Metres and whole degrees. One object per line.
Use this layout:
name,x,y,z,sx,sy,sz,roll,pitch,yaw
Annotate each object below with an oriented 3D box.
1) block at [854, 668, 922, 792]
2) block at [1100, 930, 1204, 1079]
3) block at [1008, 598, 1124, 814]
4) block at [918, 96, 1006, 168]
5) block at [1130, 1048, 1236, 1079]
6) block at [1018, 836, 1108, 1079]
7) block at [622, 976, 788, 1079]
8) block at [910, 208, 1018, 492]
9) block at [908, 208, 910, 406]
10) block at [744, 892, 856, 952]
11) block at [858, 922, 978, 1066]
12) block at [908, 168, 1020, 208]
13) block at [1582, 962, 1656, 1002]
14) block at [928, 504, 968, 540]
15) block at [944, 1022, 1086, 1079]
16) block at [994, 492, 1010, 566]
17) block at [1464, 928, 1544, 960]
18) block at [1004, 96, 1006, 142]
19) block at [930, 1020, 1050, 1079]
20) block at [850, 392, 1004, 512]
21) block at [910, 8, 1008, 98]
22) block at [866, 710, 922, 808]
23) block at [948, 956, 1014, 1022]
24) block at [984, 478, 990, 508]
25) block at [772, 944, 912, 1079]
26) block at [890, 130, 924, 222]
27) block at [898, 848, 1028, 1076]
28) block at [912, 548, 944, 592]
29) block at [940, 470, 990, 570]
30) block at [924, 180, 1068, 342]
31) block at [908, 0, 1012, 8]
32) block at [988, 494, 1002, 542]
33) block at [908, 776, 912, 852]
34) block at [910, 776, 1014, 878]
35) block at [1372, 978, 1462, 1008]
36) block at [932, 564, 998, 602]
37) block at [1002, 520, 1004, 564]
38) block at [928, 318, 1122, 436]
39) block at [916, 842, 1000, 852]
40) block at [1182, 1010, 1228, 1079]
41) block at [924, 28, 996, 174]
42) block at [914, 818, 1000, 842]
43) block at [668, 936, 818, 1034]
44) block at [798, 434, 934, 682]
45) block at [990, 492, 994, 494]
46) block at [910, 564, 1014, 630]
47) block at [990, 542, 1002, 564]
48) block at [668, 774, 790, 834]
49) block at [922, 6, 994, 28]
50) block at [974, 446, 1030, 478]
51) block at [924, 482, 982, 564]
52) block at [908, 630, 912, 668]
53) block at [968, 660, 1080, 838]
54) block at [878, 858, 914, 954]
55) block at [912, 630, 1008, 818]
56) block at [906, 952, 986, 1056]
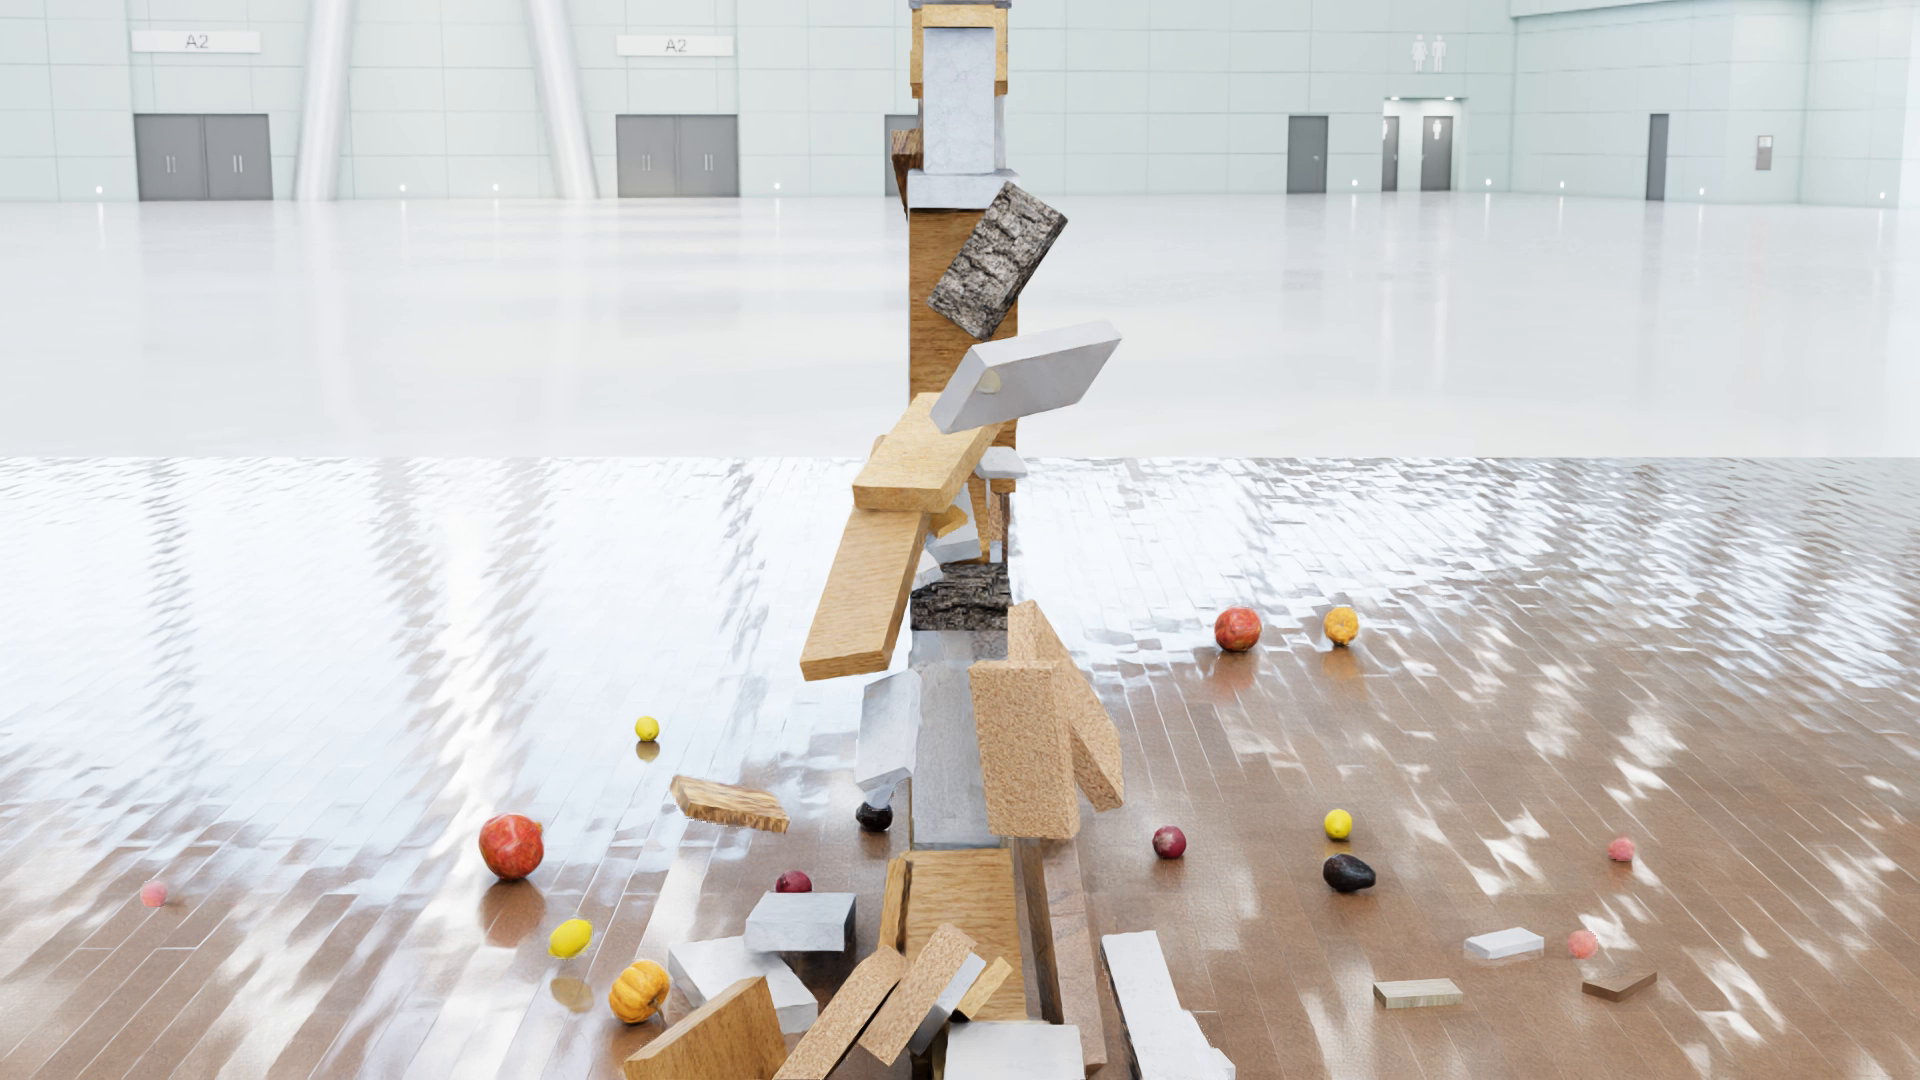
block,-0.094,0.250,2.908,0.079,0.022,0.158,-22,44,27
block,0.256,0.640,2.918,0.077,0.022,0.298,-4,38,-9
block,0.144,0.226,2.974,0.040,0.280,0.140,-21,36,17
block,0.003,-0.792,4.172,0.163,0.327,0.046,-1,26,1
block,0.300,0.712,2.963,0.126,0.018,0.063,-3,11,-14
block,0.134,0.538,2.917,0.048,0.337,0.169,-4,-21,-8
block,-0.315,0.675,2.797,0.041,0.145,0.290,-14,4,25
block,0.006,-0.309,3.607,0.176,0.476,0.050,0,23,-1
block,-0.001,-0.408,3.788,0.176,0.352,0.050,0,14,-1
block,-0.241,0.584,3.381,0.145,0.041,0.340,1,-2,0
block,-0.049,0.568,2.779,0.048,0.169,0.357,35,-7,7
block,0.003,-0.581,3.623,0.176,0.050,0.352,0,11,-1
block,0.980,0.656,3.267,0.058,0.016,0.116,10,15,44
block,-0.043,-0.042,3.240,0.055,0.016,0.111,-29,40,-24
block,0.062,0.620,2.540,0.157,0.045,0.315,1,1,1
block,0.000,-0.025,3.913,0.172,0.345,0.049,0,15,0
block,0.847,0.628,3.423,0.111,0.016,0.055,-6,12,-27
block,0.011,-0.645,4.545,0.163,1.566,0.046,0,-13,1
block,0.046,0.662,2.629,0.158,0.045,0.537,1,1,-2
block,-0.041,-0.133,3.250,0.140,0.040,0.280,3,33,22
block,0.000,-0.947,3.912,0.168,0.337,0.048,-1,-21,3
block,-0.093,0.281,2.998,0.022,0.158,0.079,11,34,-19
block,0.024,0.568,2.748,0.023,0.081,0.163,41,-16,8
block,-0.014,-0.129,3.513,0.117,0.033,0.234,-3,36,1
block,-0.141,0.602,2.761,0.048,0.169,0.337,37,-3,7
block,-0.021,-0.639,3.982,0.168,0.048,0.337,-2,-19,5
block,0.003,0.580,3.040,0.157,0.045,0.315,-1,54,-6
block,-0.087,0.030,3.127,0.077,0.022,0.155,-25,29,-10
block,-0.018,-0.054,3.356,0.117,0.033,0.291,-3,36,0
block,0.057,-0.432,3.416,0.115,0.229,0.033,36,5,28
block,-0.001,-1.066,3.704,0.168,0.048,0.460,0,53,0
block,0.000,-0.037,3.507,0.128,0.036,0.256,0,10,0
block,-0.003,0.391,3.811,0.169,0.338,0.048,0,11,0
block,0.004,0.459,3.483,0.162,0.325,0.046,0,12,0
block,0.671,0.664,3.224,0.116,0.016,0.058,-2,11,-9
block,0.008,0.061,3.122,0.079,0.022,0.158,1,10,6
block,0.006,0.097,3.590,0.128,0.256,0.036,0,10,0
block,0.095,-0.234,3.136,0.280,0.140,0.040,-16,60,-43
block,-0.002,0.546,3.234,0.123,0.246,0.035,0,11,1
block,0.295,0.689,2.908,0.077,0.022,0.155,-9,32,-14
block,-0.002,-0.705,3.529,0.114,0.228,0.032,0,17,-1
block,-0.005,0.395,3.277,0.123,0.035,0.246,0,10,-1
block,-0.321,0.653,3.218,0.145,0.041,0.290,-4,11,-21
block,-0.111,0.005,3.124,0.115,0.033,0.608,-9,30,15
block,-0.003,-0.077,3.750,0.118,0.033,0.236,0,11,0
block,0.001,0.080,3.193,0.143,0.040,0.285,0,10,-1
block,0.002,0.123,3.440,0.128,0.256,0.036,0,0,-1
block,-0.259,0.297,2.471,0.126,0.018,0.063,15,17,-31
block,-0.002,-0.847,3.571,0.114,0.032,0.228,0,11,1
block,0.055,-0.121,3.420,0.111,0.016,0.055,-1,48,-50
block,-0.042,-0.046,3.287,0.117,0.033,0.234,-10,36,-1
block,-0.004,0.181,3.887,0.169,0.048,0.338,0,11,0
block,0.083,0.269,2.831,0.115,0.230,0.033,-1,16,25
block,-0.089,0.516,2.991,0.023,0.163,0.081,6,-9,7
block,0.003,0.256,3.139,0.143,0.285,0.040,0,14,-1
block,-0.018,0.572,2.706,0.023,0.163,0.081,35,56,7
